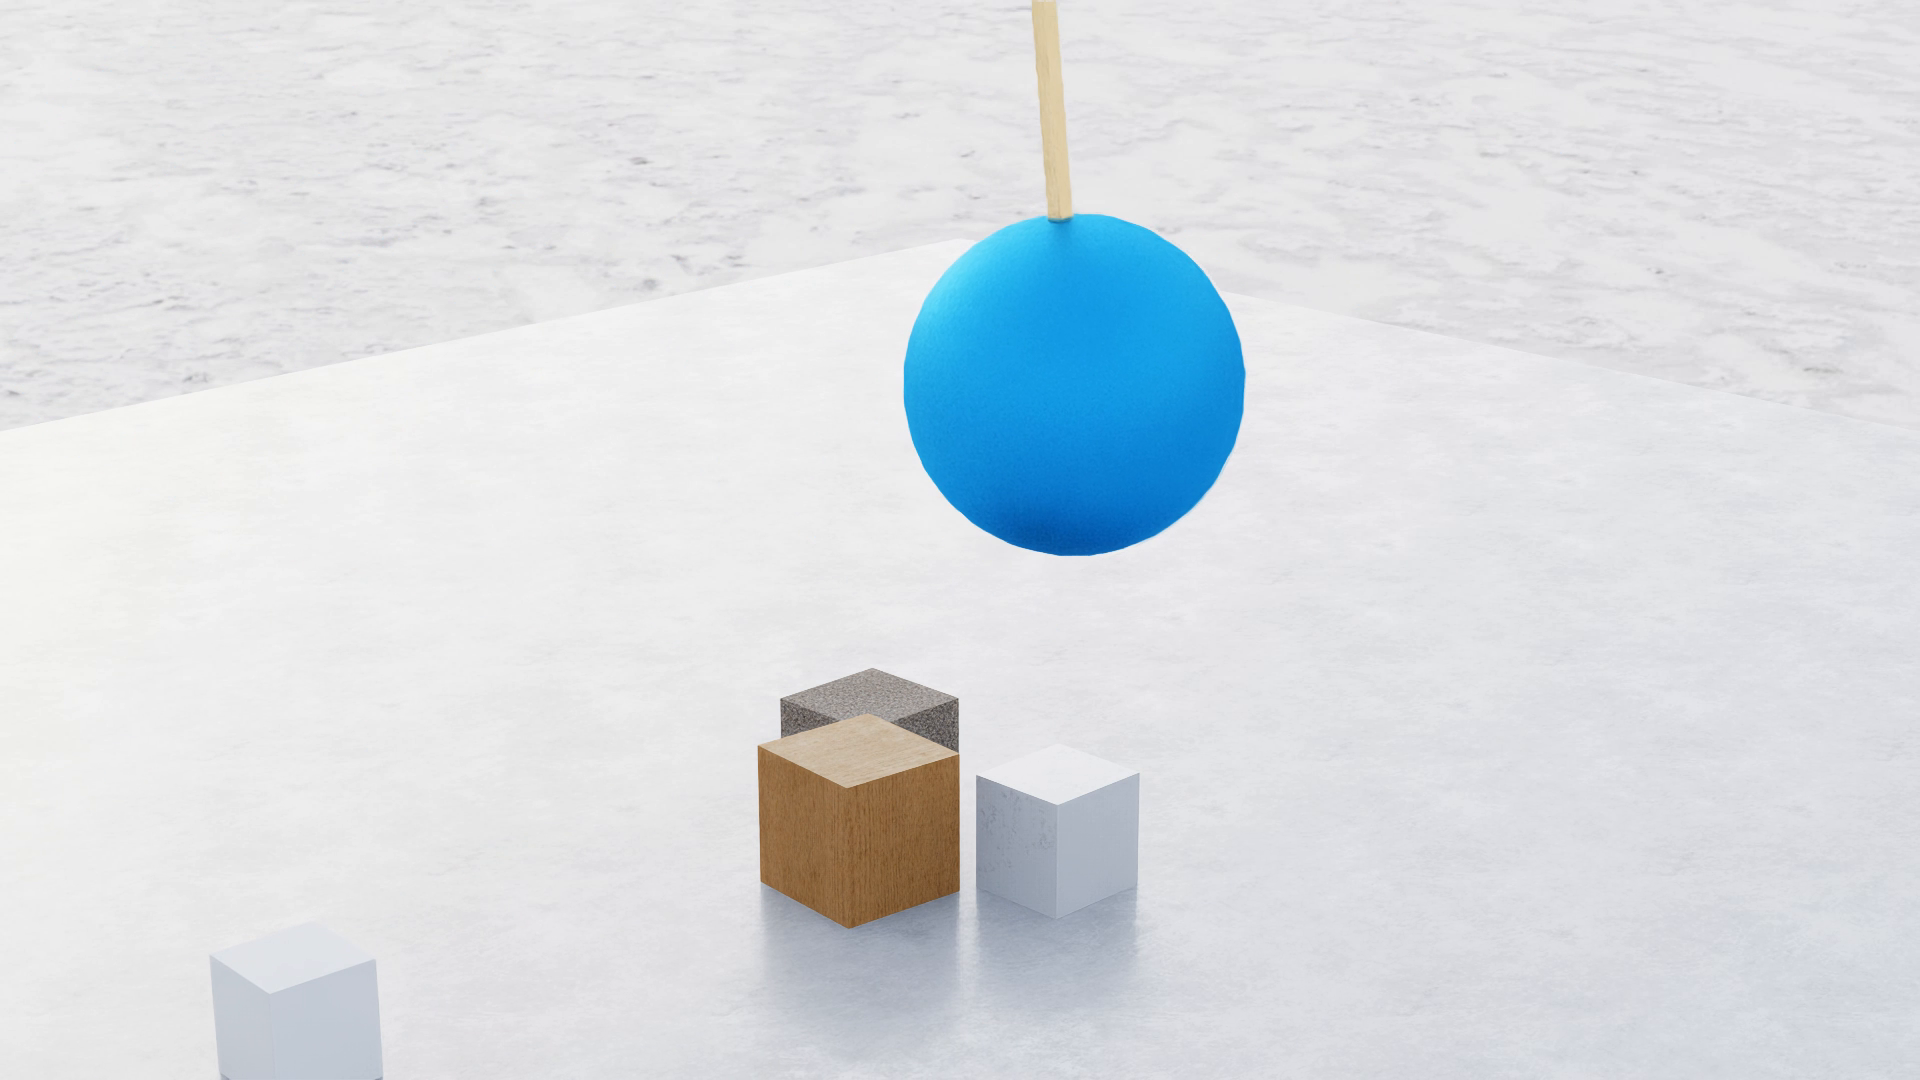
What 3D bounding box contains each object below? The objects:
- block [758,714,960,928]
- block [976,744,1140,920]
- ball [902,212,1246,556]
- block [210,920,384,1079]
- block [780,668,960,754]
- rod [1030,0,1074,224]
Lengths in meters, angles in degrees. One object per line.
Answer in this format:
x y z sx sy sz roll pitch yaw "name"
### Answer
-0.456 1.256 13.234 0.635 0.667 0.661 -14 22 -37 "block"
0.441 1.310 13.265 0.502 0.547 0.541 17 24 42 "block"
0.530 -0.724 13.670 1.600 1.600 1.600 0 17 0 "ball"
-2.611 1.870 11.541 0.465 0.511 0.472 -15 23 -40 "block"
-0.432 1.032 14.090 0.607 0.581 0.601 -17 24 -42 "block"
0.230 -3.852 12.372 0.080 5.200 0.080 17 31 42 "rod"
